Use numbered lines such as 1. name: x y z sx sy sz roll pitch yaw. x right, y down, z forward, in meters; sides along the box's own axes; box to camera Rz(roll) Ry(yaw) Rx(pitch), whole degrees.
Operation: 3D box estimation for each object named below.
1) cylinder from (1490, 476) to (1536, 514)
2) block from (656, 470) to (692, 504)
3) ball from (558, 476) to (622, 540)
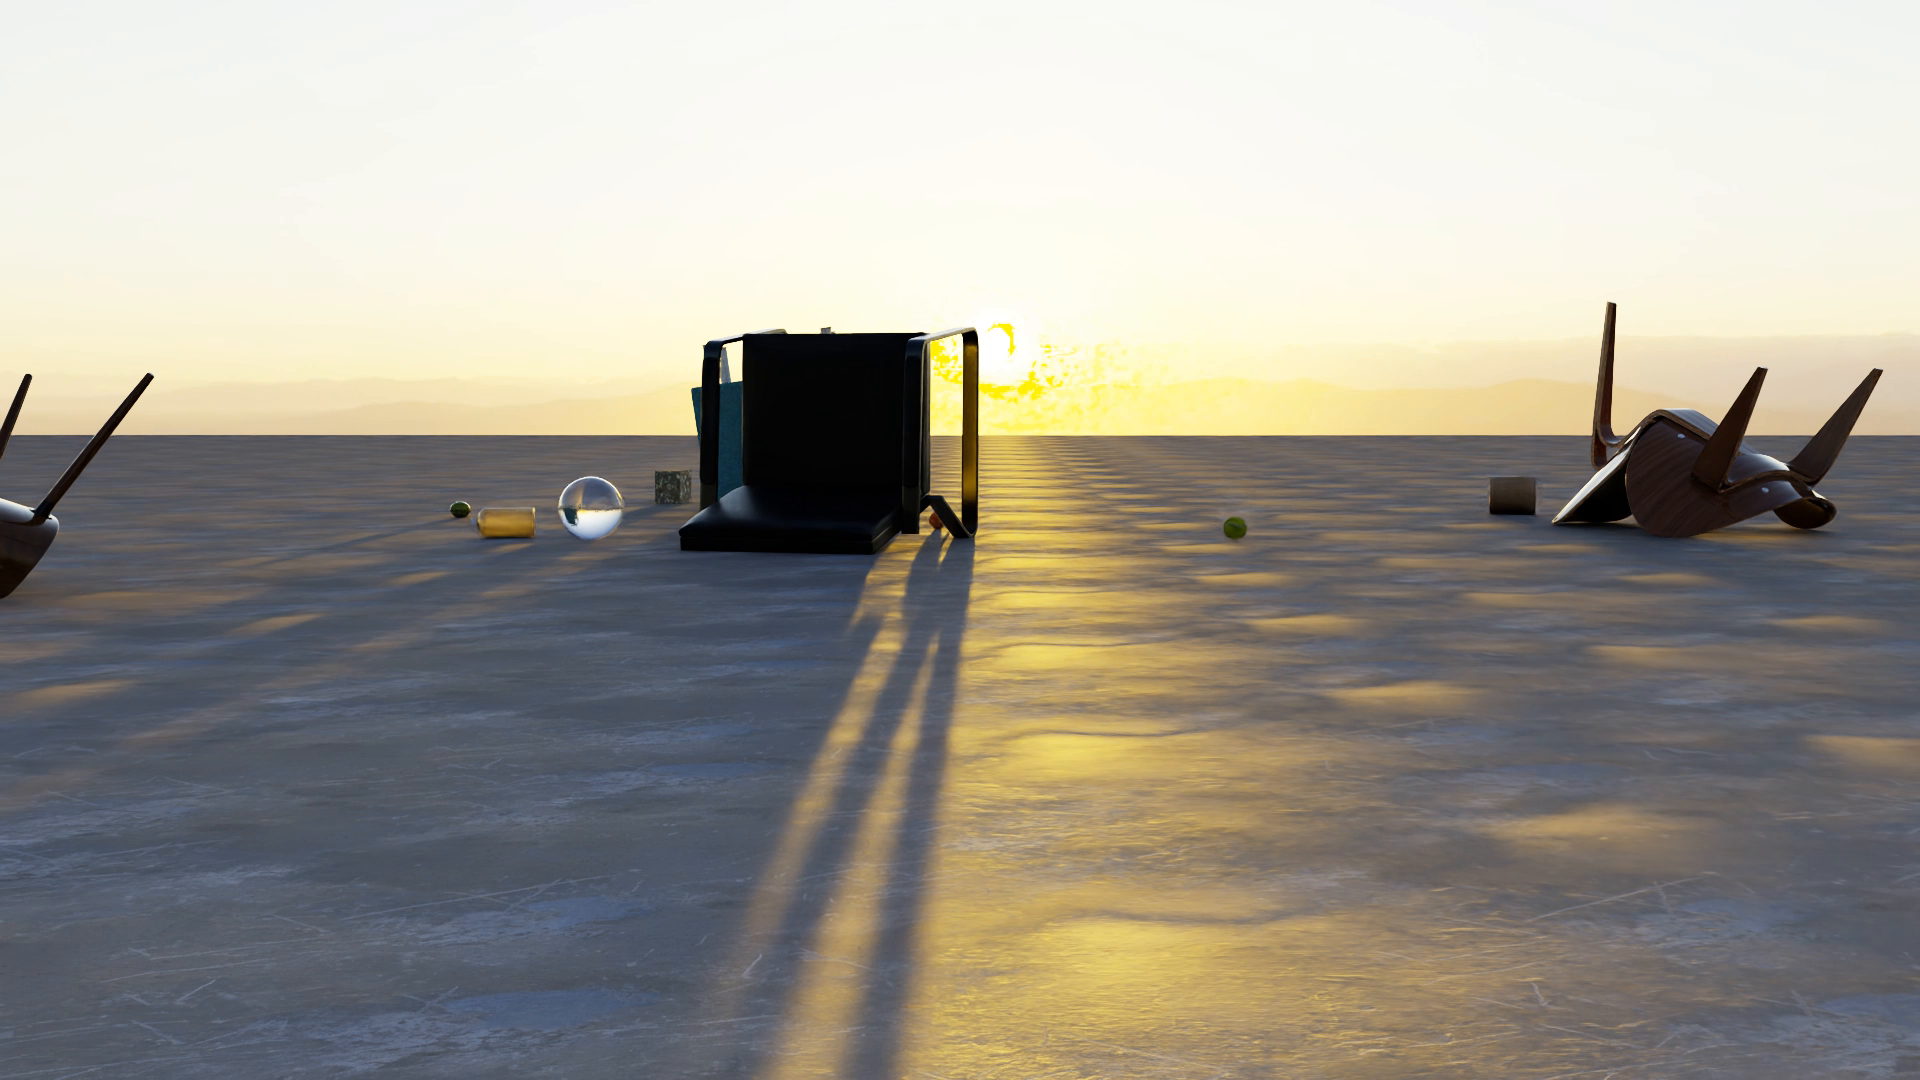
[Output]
1. cylinder: 1.984 -0.161 7.895 0.159 0.137 0.135 1 -26 13
2. block: -1.136 -0.213 8.722 0.099 0.127 0.209 0 4 5
3. ball: -1.096 -0.093 6.527 0.188 0.188 0.188 0 4 0
